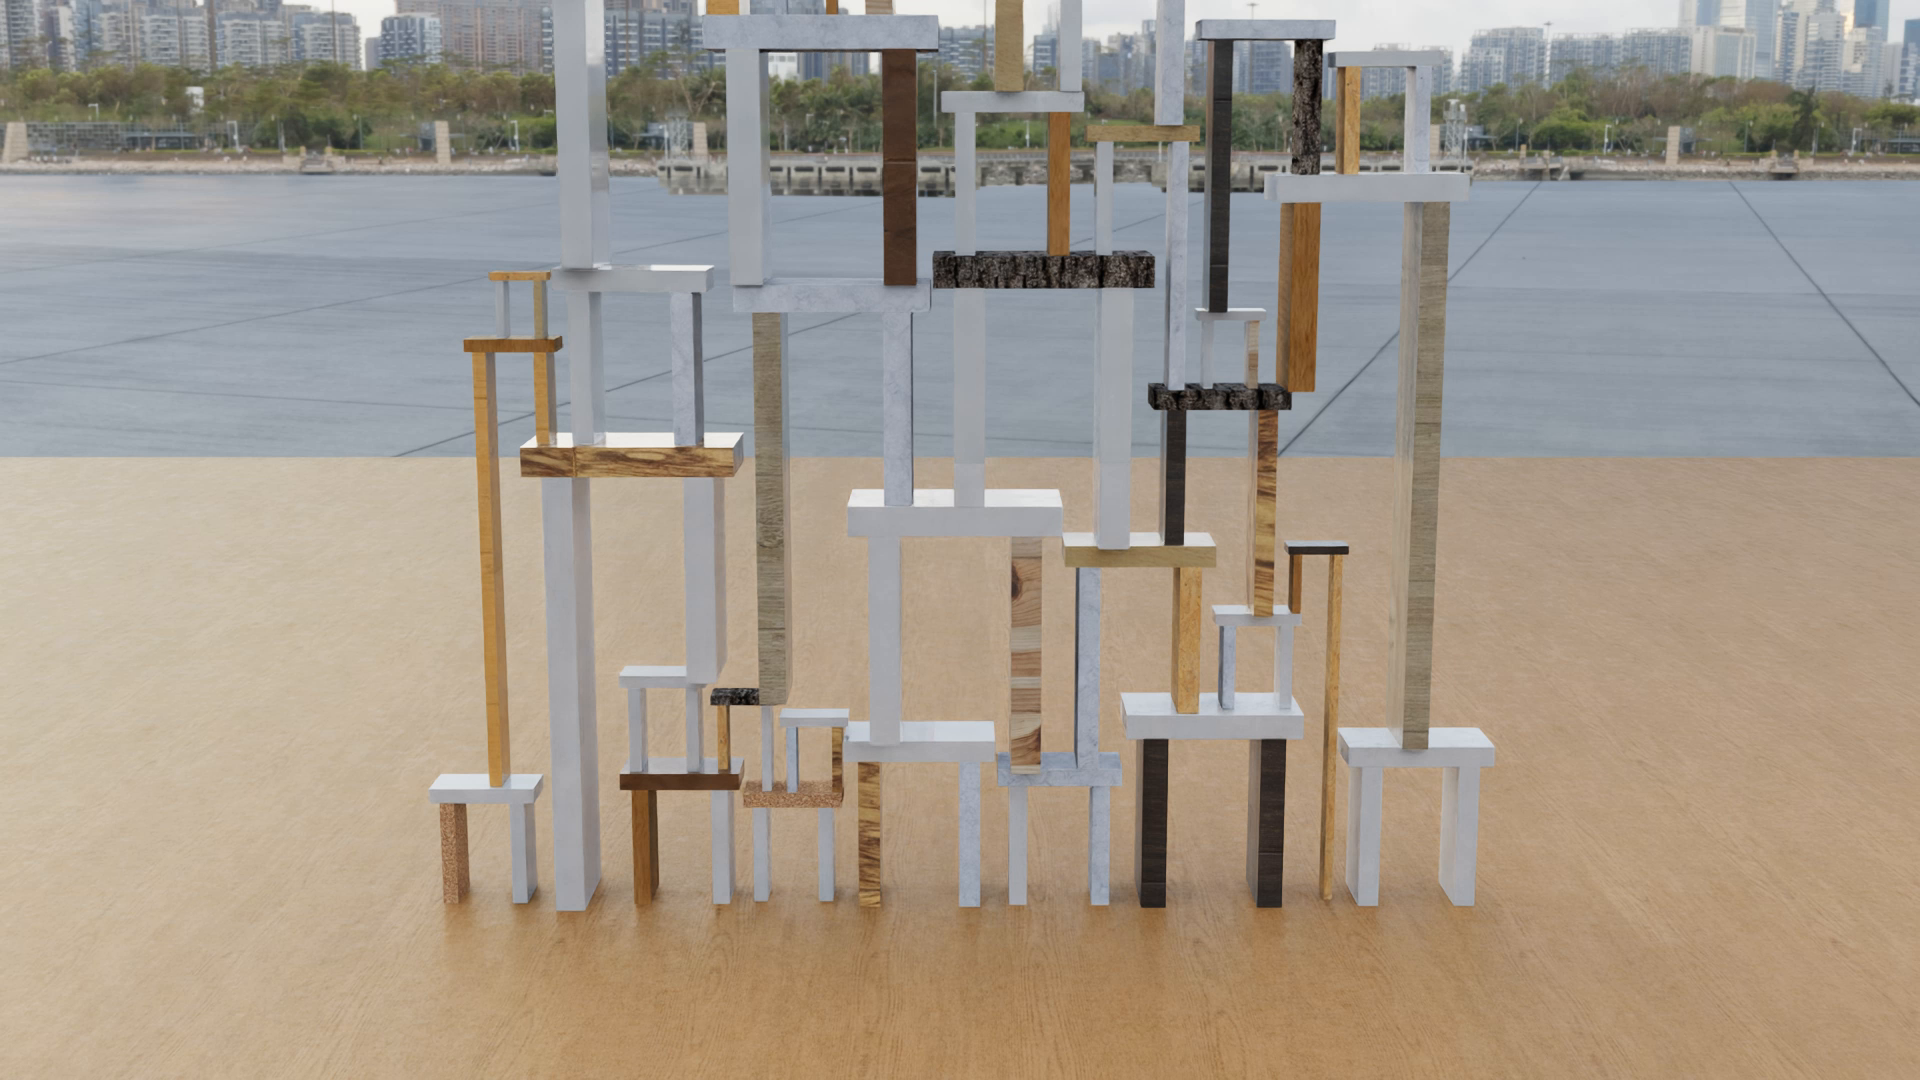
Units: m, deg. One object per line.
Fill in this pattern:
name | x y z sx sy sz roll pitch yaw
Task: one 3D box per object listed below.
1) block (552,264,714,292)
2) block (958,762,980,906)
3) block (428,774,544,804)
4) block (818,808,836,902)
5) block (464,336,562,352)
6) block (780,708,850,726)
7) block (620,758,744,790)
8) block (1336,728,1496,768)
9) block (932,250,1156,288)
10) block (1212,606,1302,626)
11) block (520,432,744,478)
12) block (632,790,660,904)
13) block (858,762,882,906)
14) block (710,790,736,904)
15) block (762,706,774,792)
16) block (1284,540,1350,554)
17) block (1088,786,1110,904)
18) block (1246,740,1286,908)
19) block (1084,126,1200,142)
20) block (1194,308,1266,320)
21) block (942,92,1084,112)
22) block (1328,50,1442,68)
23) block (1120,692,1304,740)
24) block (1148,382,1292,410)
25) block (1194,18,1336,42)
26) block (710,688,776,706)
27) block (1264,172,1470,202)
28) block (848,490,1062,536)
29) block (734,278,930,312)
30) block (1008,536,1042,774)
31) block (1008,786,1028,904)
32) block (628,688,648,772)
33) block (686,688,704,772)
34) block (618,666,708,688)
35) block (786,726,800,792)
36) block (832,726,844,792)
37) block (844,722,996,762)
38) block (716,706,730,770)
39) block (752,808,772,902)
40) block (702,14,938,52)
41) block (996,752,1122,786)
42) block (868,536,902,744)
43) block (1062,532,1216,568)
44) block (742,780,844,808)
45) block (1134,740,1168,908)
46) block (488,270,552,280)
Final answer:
block | -0.516 -0.414 3.480 0.240 0.034 0.120 1 11 0
block | 0.016 0.469 3.646 0.035 0.246 0.123 0 11 0
block | -0.781 0.411 3.632 0.171 0.024 0.086 0 11 0
block | -0.221 0.510 3.656 0.023 0.161 0.081 0 11 0
block | -0.711 -0.313 3.504 0.144 0.020 0.072 0 11 0
block | -0.238 0.292 3.612 0.112 0.016 0.056 0 11 0
block | -0.457 0.386 3.630 0.194 0.028 0.097 0 11 0
block | 0.748 0.341 3.622 0.237 0.034 0.118 0 11 0
block | 0.130 -0.429 3.480 0.343 0.049 0.171 0 11 0
block | 0.483 0.123 3.586 0.139 0.020 0.069 0 11 0
block | -0.523 -0.137 3.534 0.334 0.047 0.167 0 11 0
block | -0.522 0.495 3.650 0.028 0.194 0.097 0 11 0
block | -0.148 0.469 3.646 0.035 0.246 0.123 0 11 0
block | -0.393 0.495 3.650 0.028 0.194 0.097 0 11 0
block | -0.317 0.336 3.627 0.015 0.146 0.054 0 11 0
block | 0.576 0.013 3.558 0.097 0.014 0.049 0 11 0
block | 0.230 0.491 3.647 0.029 0.203 0.101 0 11 0
block | 0.507 0.449 3.647 0.040 0.285 0.143 0 11 0
block | 0.283 -0.636 3.439 0.175 0.025 0.087 0 11 0
block | 0.429 -0.358 3.494 0.108 0.015 0.054 0 11 1
block | 0.081 -0.684 3.432 0.220 0.031 0.110 0 11 0
block | 0.658 -0.747 3.415 0.163 0.023 0.081 0 11 0
block | 0.412 0.289 3.617 0.285 0.040 0.143 0 11 0
block | 0.414 -0.230 3.520 0.217 0.031 0.108 0 11 0
block | 0.472 -0.790 3.410 0.204 0.029 0.102 0 11 -1
block | -0.353 0.257 3.612 0.108 0.015 0.054 0 11 0
block | 0.636 -0.556 3.457 0.295 0.042 0.148 0 11 0
block | -0.008 -0.044 3.554 0.340 0.048 0.170 0 11 0
block | -0.199 -0.389 3.487 0.305 0.043 0.153 0 11 0
block | 0.106 0.171 3.594 0.048 0.390 0.170 0 11 0
block | 0.095 0.491 3.647 0.029 0.203 0.101 0 11 0
block | -0.529 0.303 3.614 0.020 0.140 0.070 0 11 0
block | -0.436 0.303 3.614 0.020 0.140 0.070 0 11 0
block | -0.483 0.224 3.600 0.140 0.020 0.070 0 11 0
block | -0.276 0.355 3.624 0.016 0.112 0.056 0 11 0
block | -0.201 0.355 3.624 0.016 0.112 0.056 0 11 0
block | -0.066 0.331 3.620 0.246 0.035 0.123 0 11 0
block | -0.389 0.318 3.624 0.015 0.108 0.054 0 11 0
block | -0.328 0.510 3.656 0.023 0.161 0.081 0 11 0
block | -0.212 -0.785 3.414 0.356 0.050 0.178 0 11 0
block | 0.163 0.378 3.625 0.203 0.029 0.101 0 11 0
block | -0.121 0.146 3.590 0.048 0.340 0.170 0 11 0
block | 0.288 0.016 3.563 0.241 0.034 0.121 0 11 0
block | -0.275 0.420 3.640 0.161 0.023 0.081 0 11 0
block | 0.317 0.449 3.647 0.040 0.285 0.143 0 11 0
block | -0.697 -0.419 3.487 0.091 0.013 0.045 0 11 0
